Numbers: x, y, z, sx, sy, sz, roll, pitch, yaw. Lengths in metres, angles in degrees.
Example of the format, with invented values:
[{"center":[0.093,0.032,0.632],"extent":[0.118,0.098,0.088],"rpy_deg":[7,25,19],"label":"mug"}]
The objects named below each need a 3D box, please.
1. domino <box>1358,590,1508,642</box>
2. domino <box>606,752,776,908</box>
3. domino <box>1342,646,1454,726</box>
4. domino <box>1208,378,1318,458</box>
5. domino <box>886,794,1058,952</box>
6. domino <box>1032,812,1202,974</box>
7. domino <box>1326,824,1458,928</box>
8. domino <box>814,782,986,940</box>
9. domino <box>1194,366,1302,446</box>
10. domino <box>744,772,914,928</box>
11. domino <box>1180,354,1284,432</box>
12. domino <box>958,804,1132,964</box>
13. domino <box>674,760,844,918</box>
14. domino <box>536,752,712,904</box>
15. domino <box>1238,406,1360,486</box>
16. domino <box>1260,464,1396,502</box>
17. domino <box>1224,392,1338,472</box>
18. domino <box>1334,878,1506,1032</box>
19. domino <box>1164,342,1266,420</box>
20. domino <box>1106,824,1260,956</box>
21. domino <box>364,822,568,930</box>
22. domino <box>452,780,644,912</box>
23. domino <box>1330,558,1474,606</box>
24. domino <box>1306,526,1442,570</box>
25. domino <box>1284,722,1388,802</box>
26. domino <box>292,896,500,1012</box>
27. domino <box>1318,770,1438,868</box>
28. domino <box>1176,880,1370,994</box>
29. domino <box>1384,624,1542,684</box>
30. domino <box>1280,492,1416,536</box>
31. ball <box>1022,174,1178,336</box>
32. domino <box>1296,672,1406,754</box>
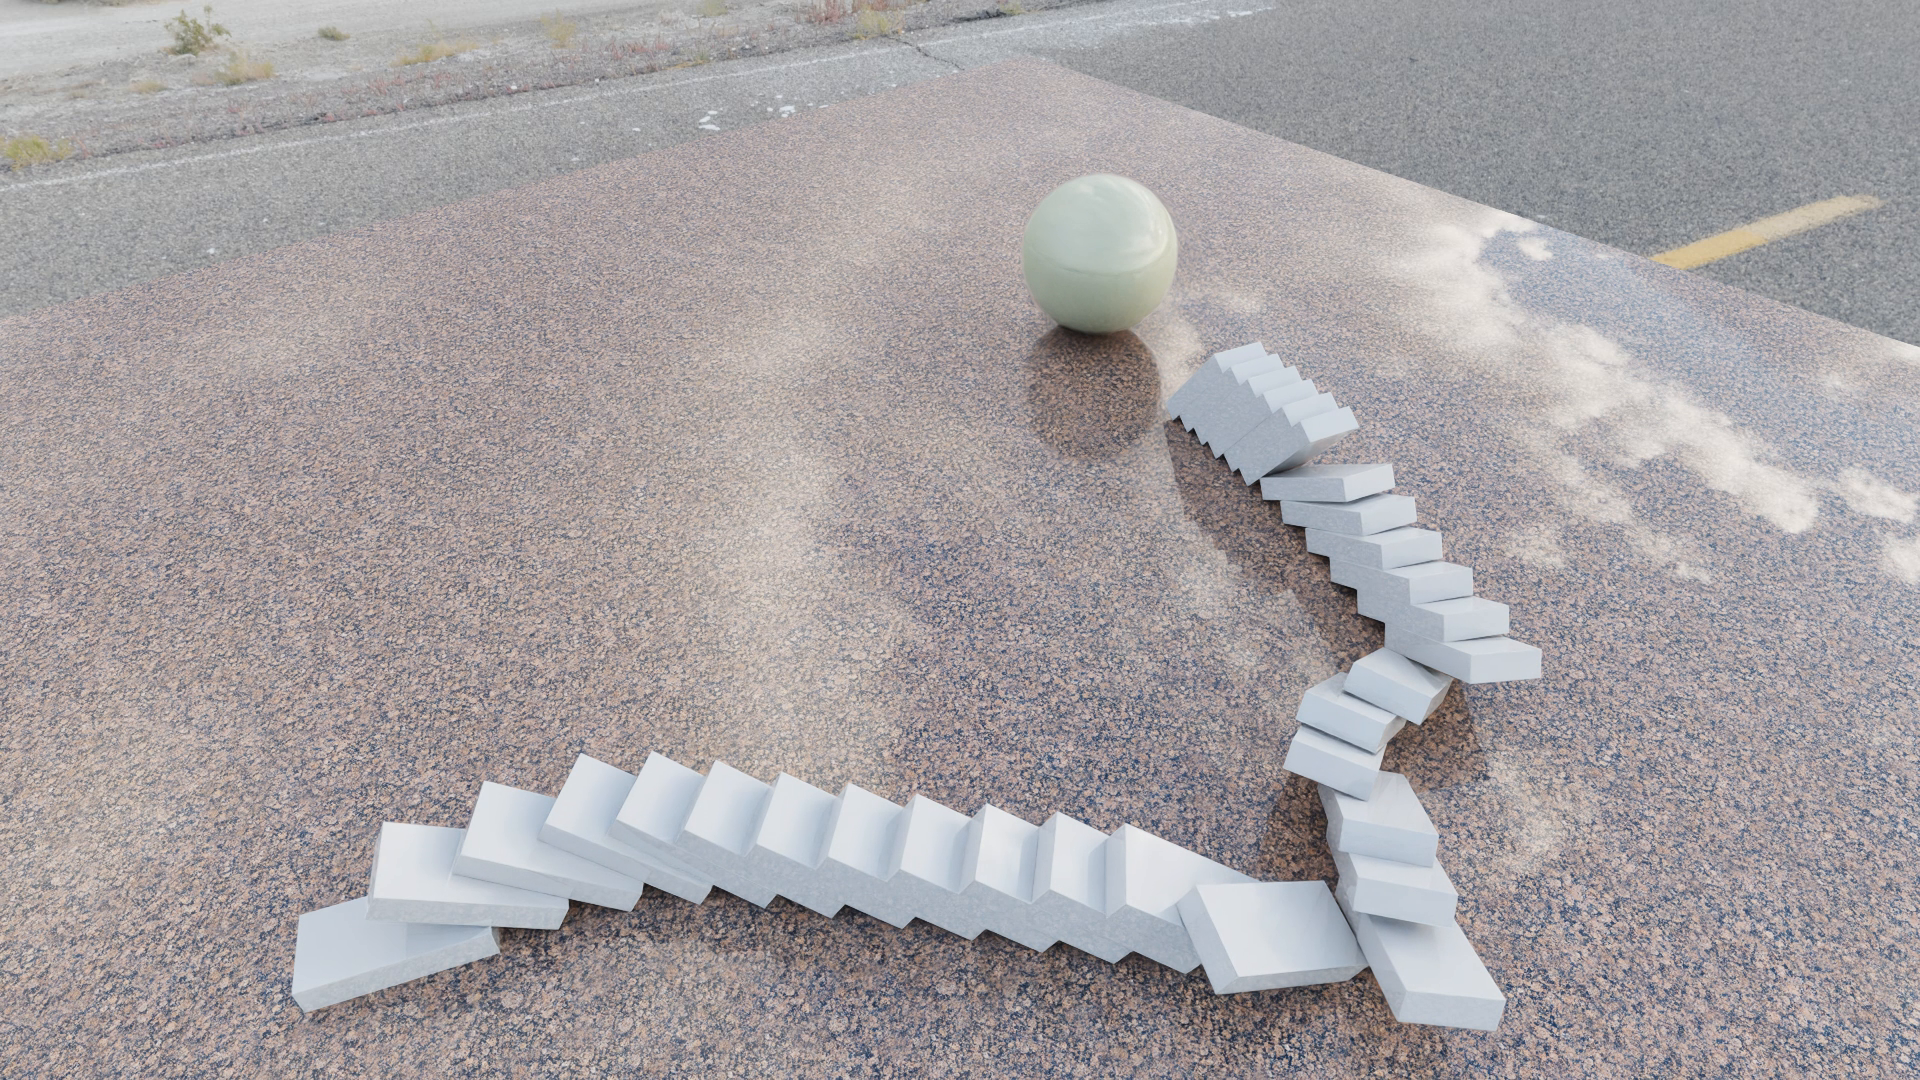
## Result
[{"center":[0.168,0.025,0.393],"extent":[0.025,0.010,0.050],"rpy_deg":[-7,9,-12],"label":"domino"},{"center":[-0.074,0.085,0.322],"extent":[0.050,0.010,0.025],"rpy_deg":[29,38,-10],"label":"domino"},{"center":[0.146,0.048,0.365],"extent":[0.025,0.010,0.050],"rpy_deg":[26,14,28],"label":"domino"},{"center":[0.131,-0.052,0.478],"extent":[0.025,0.050,0.009],"rpy_deg":[-17,77,-20],"label":"domino"},{"center":[0.005,0.094,0.311],"extent":[0.050,0.010,0.025],"rpy_deg":[27,39,-12],"label":"domino"},{"center":[0.045,0.098,0.306],"extent":[0.050,0.010,0.025],"rpy_deg":[28,39,-12],"label":"domino"},{"center":[0.121,0.092,0.312],"extent":[0.025,0.010,0.050],"rpy_deg":[8,9,10],"label":"domino"},{"center":[-0.014,0.092,0.314],"extent":[0.050,0.009,0.025],"rpy_deg":[27,39,-11],"label":"domino"},{"center":[0.127,-0.059,0.486],"extent":[0.025,0.050,0.010],"rpy_deg":[-17,77,-20],"label":"domino"},{"center":[-0.034,0.089,0.317],"extent":[0.050,0.009,0.025],"rpy_deg":[28,39,-11],"label":"domino"},{"center":[0.122,-0.065,0.494],"extent":[0.025,0.050,0.009],"rpy_deg":[-17,77,-20],"label":"domino"},{"center":[0.025,0.096,0.308],"extent":[0.050,0.009,0.025],"rpy_deg":[27,39,-12],"label":"domino"},{"center":[-0.054,0.087,0.319],"extent":[0.050,0.009,0.025],"rpy_deg":[29,38,-10],"label":"domino"},{"center":[-0.094,0.085,0.322],"extent":[0.050,0.009,0.025],"rpy_deg":[27,38,-12],"label":"domino"},{"center":[0.141,-0.039,0.462],"extent":[0.025,0.050,0.010],"rpy_deg":[-17,78,-20],"label":"domino"},{"center":[0.150,-0.024,0.451],"extent":[0.025,0.010,0.050],"rpy_deg":[-15,9,-22],"label":"domino"},{"center":[0.136,-0.045,0.470],"extent":[0.025,0.050,0.010],"rpy_deg":[-17,77,-20],"label":"domino"},{"center":[0.122,0.108,0.296],"extent":[0.025,0.010,0.050],"rpy_deg":[6,19,-1],"label":"domino"},{"center":[0.116,-0.072,0.502],"extent":[0.025,0.050,0.010],"rpy_deg":[-17,77,-20],"label":"domino"},{"center":[0.064,0.100,0.303],"extent":[0.050,0.009,0.025],"rpy_deg":[26,39,-14],"label":"domino"},{"center":[-0.137,0.095,0.309],"extent":[0.050,0.010,0.025],"rpy_deg":[15,30,-30],"label":"domino"},{"center":[-0.116,0.089,0.317],"extent":[0.050,0.010,0.025],"rpy_deg":[21,34,-21],"label":"domino"},{"center":[0.162,0.013,0.408],"extent":[0.025,0.010,0.050],"rpy_deg":[-8,9,-12],"label":"domino"},{"center":[0.158,0.001,0.423],"extent":[0.025,0.010,0.050],"rpy_deg":[-10,10,-13],"label":"domino"},{"center":[0.119,0.065,0.345],"extent":[0.025,0.009,0.050],"rpy_deg":[20,13,22],"label":"domino"},{"center":[-0.157,0.111,0.308],"extent":[0.050,0.010,0.025],"rpy_deg":[-13,41,-16],"label":"domino"},{"center":[0.122,0.080,0.326],"extent":[0.025,0.010,0.050],"rpy_deg":[8,9,10],"label":"domino"},{"center":[0.084,0.106,0.295],"extent":[0.050,0.009,0.025],"rpy_deg":[9,40,-31],"label":"domino"},{"center":[0.171,0.037,0.377],"extent":[0.025,0.010,0.050],"rpy_deg":[-3,8,-9],"label":"domino"},{"center":[0.154,-0.012,0.439],"extent":[0.025,0.010,0.050],"rpy_deg":[-15,11,-17],"label":"domino"},{"center":[0.072,-0.146,0.566],"extent":[0.080,0.080,0.080],"rpy_deg":[0,39,0],"label":"ball"},{"center":[0.129,0.055,0.356],"extent":[0.025,0.010,0.050],"rpy_deg":[22,12,29],"label":"domino"}]
